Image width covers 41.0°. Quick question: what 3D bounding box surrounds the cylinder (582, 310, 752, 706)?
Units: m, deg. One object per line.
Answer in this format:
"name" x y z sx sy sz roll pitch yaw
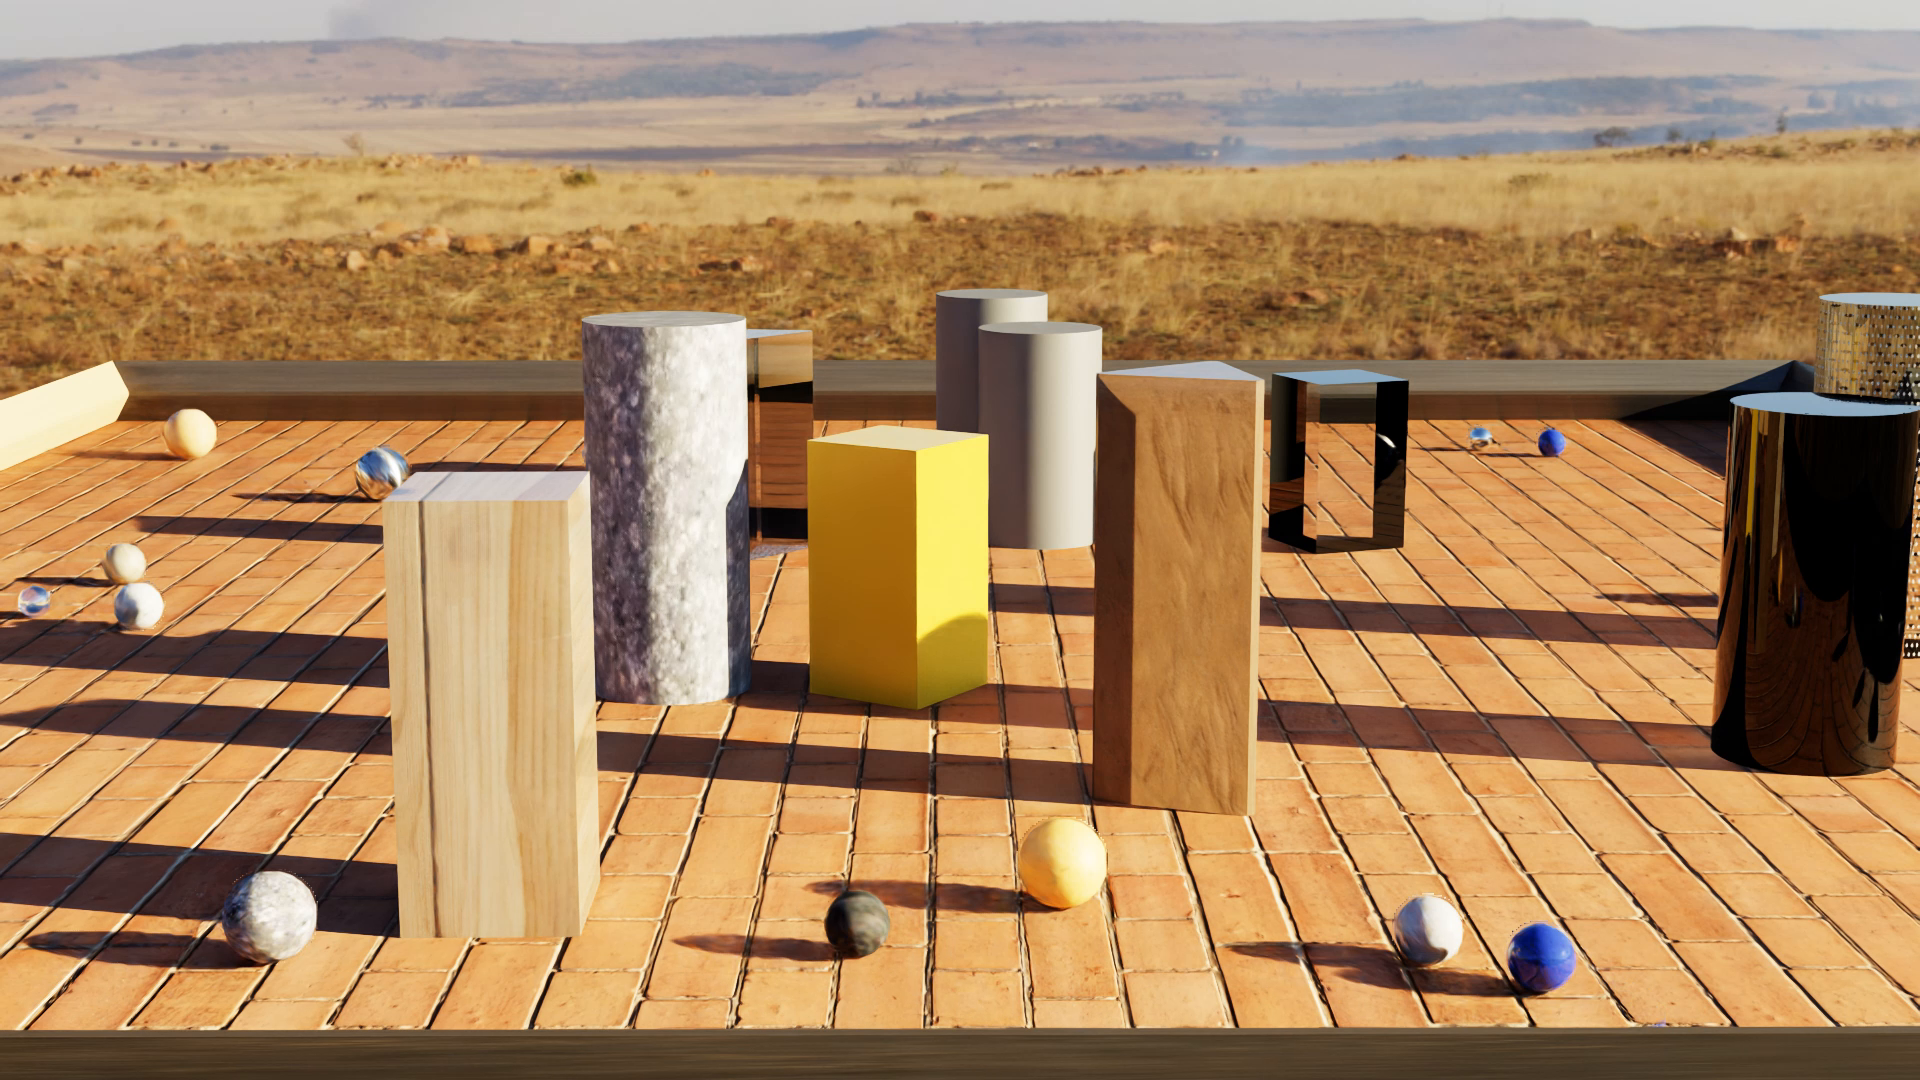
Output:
"cylinder" -0.341 -0.041 2.994 0.189 0.434 0.189 0 11 0

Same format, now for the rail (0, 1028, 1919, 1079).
"rail" 0.011 0.366 1.655 3.449 0.122 0.045 0 11 0

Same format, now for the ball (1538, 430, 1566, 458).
"ball" 1.103 -0.181 4.785 0.052 0.052 0.052 0 11 0

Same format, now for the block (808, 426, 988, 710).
"block" -0.071 0.028 2.995 0.151 0.298 0.151 7 12 32

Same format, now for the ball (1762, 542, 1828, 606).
"ball" 1.129 0.047 3.471 0.086 0.086 0.086 0 11 0

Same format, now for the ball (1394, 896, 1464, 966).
"ball" 0.383 0.319 2.096 0.056 0.056 0.056 0 11 0

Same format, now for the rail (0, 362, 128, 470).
"rail" -1.701 0.033 3.440 0.045 0.122 3.698 0 11 0

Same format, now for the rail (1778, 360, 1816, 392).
"rail" 1.701 0.030 3.459 0.045 0.122 3.698 0 11 0

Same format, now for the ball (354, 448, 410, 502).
"ball" -0.966 -0.109 4.293 0.091 0.091 0.091 0 11 0

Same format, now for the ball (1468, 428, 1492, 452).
"ball" 0.985 -0.191 4.857 0.045 0.045 0.045 0 11 0

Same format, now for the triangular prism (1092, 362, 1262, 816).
"triangular prism" 0.233 0.042 2.565 0.163 0.428 0.141 4 11 20

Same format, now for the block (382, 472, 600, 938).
"block" -0.398 0.138 2.202 0.151 0.373 0.151 0 11 -1

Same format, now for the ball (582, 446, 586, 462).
"ball" -0.658 -0.156 4.650 0.052 0.052 0.052 0 11 0

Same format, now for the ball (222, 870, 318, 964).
"ball" -0.565 0.308 2.099 0.075 0.075 0.075 0 11 0

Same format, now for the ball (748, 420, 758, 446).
"ball" -0.415 -0.206 4.909 0.056 0.056 0.056 0 11 0

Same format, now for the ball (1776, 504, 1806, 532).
"ball" 1.302 -0.035 4.020 0.045 0.045 0.045 0 11 0

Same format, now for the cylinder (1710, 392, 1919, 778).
"cylinder" 0.899 0.043 2.705 0.189 0.376 0.189 0 11 0

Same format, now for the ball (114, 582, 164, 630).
"ball" -1.065 0.086 3.327 0.062 0.062 0.062 0 11 0

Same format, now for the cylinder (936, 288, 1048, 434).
"cylinder" 0.054 -0.249 4.367 0.189 0.340 0.189 0 11 0

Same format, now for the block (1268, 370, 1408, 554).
"block" 0.576 -0.122 3.913 0.151 0.256 0.151 -4 11 -21

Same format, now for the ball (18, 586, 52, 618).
"ball" -1.228 0.082 3.405 0.042 0.042 0.042 0 11 0

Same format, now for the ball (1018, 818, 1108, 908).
"ball" 0.089 0.282 2.235 0.078 0.078 0.078 0 11 0

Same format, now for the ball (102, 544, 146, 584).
"ball" -1.178 0.034 3.615 0.059 0.059 0.059 0 11 0

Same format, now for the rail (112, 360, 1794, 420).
"rail" -0.011 -0.303 5.244 3.449 0.122 0.045 0 11 0

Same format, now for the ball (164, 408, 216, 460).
"ball" -1.426 -0.196 4.754 0.094 0.094 0.094 0 11 0

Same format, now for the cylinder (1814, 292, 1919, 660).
"cylinder" 1.164 -0.084 3.221 0.189 0.436 0.189 0 11 0

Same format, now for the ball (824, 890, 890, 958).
"ball" -0.085 0.316 2.114 0.054 0.054 0.054 0 11 0

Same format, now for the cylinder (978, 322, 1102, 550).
"cylinder" 0.122 -0.163 3.942 0.189 0.327 0.189 0 11 0

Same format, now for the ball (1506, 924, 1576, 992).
"ball" 0.461 0.331 2.033 0.054 0.054 0.054 0 11 0

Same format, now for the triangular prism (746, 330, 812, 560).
"triangular prism" -0.328 -0.149 3.858 0.141 0.329 0.163 8 13 38
